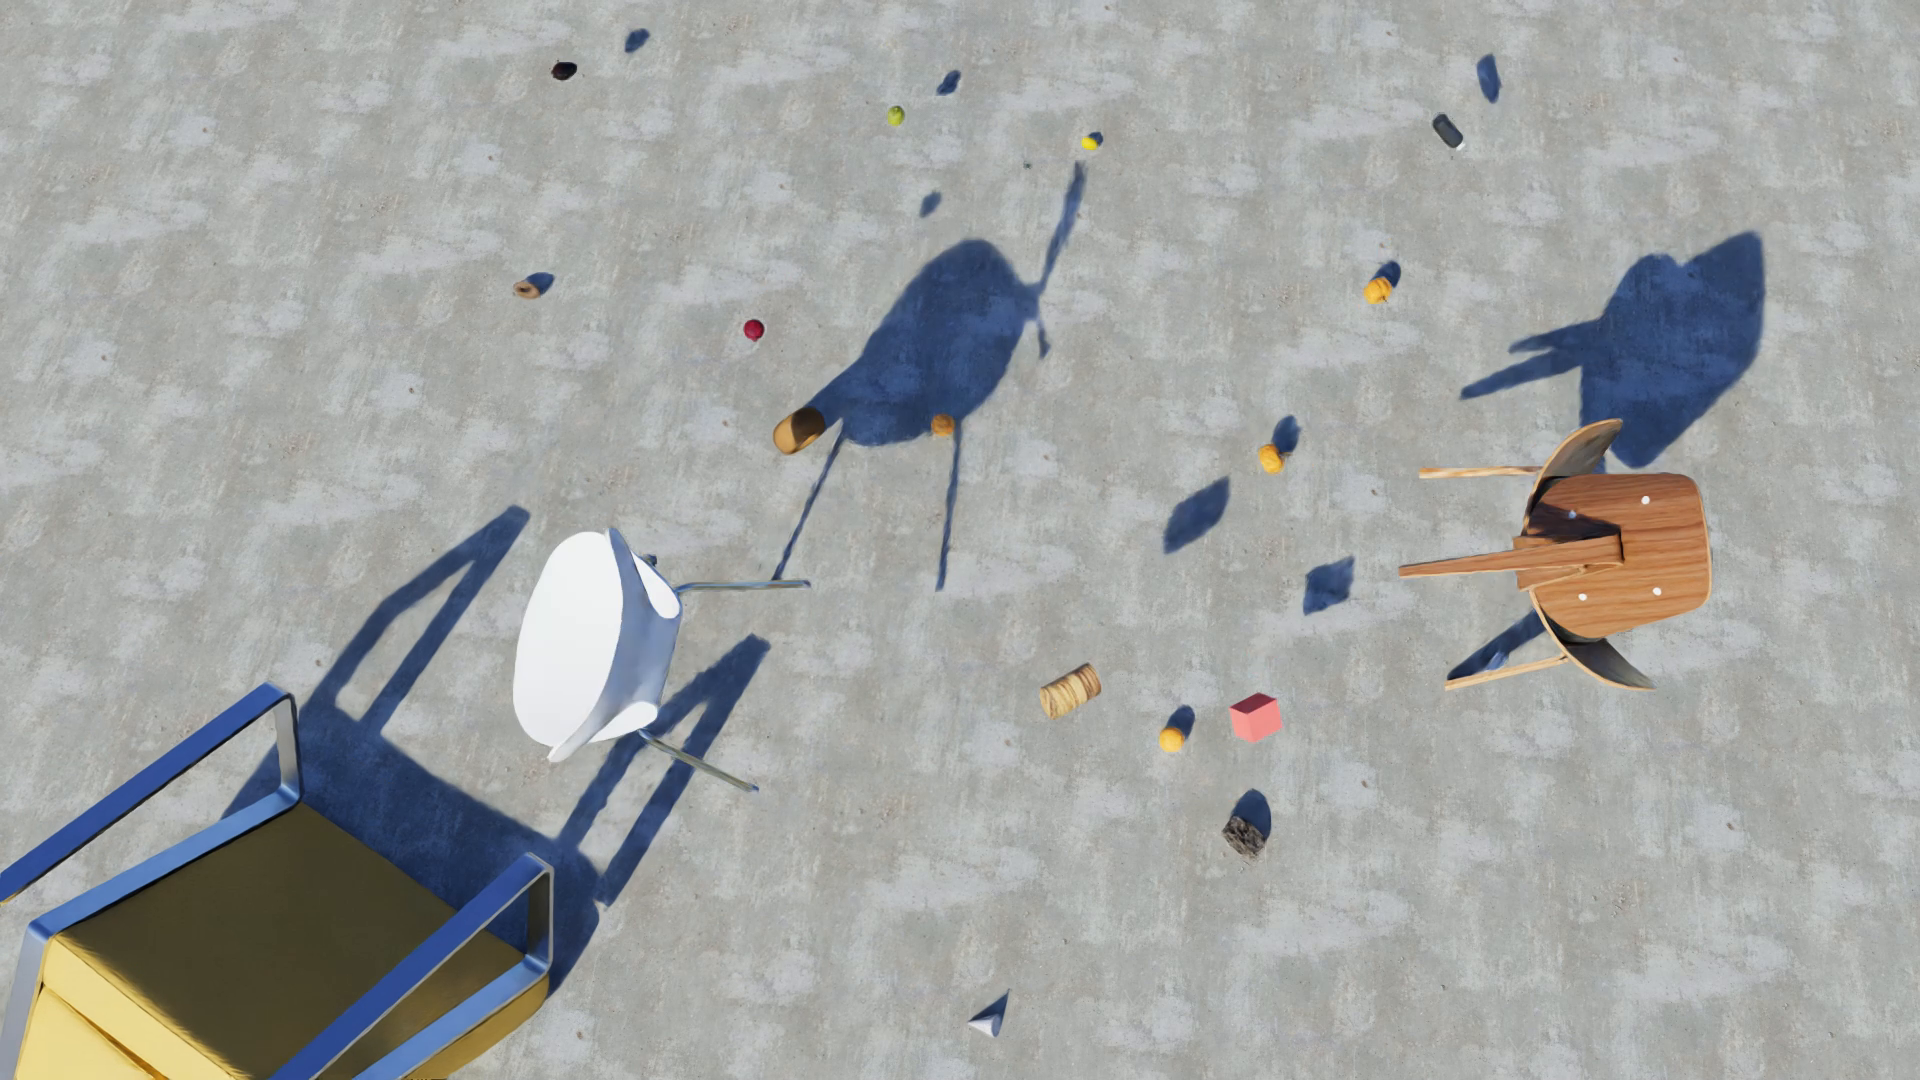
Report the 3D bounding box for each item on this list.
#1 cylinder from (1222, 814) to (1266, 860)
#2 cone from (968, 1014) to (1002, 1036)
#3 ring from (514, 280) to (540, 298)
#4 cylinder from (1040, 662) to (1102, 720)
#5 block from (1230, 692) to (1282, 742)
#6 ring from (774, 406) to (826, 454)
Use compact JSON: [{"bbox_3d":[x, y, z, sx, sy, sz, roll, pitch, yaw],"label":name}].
[{"bbox_3d":[0.772,0.809,5.987,0.116,0.062,0.061,42,63,-1],"label":"cylinder"},{"bbox_3d":[0.054,1.256,5.713,0.086,0.057,0.066,0,12,24],"label":"cone"},{"bbox_3d":[-1.394,-0.806,7.083,0.101,0.036,0.053,15,82,24],"label":"ring"},{"bbox_3d":[0.284,0.389,5.660,0.137,0.120,0.081,-28,63,-15],"label":"cylinder"},{"bbox_3d":[0.779,0.467,5.790,0.099,0.083,0.078,-24,22,-23],"label":"block"},{"bbox_3d":[-0.488,-0.332,6.661,0.161,0.249,0.088,-33,88,-18],"label":"ring"}]
